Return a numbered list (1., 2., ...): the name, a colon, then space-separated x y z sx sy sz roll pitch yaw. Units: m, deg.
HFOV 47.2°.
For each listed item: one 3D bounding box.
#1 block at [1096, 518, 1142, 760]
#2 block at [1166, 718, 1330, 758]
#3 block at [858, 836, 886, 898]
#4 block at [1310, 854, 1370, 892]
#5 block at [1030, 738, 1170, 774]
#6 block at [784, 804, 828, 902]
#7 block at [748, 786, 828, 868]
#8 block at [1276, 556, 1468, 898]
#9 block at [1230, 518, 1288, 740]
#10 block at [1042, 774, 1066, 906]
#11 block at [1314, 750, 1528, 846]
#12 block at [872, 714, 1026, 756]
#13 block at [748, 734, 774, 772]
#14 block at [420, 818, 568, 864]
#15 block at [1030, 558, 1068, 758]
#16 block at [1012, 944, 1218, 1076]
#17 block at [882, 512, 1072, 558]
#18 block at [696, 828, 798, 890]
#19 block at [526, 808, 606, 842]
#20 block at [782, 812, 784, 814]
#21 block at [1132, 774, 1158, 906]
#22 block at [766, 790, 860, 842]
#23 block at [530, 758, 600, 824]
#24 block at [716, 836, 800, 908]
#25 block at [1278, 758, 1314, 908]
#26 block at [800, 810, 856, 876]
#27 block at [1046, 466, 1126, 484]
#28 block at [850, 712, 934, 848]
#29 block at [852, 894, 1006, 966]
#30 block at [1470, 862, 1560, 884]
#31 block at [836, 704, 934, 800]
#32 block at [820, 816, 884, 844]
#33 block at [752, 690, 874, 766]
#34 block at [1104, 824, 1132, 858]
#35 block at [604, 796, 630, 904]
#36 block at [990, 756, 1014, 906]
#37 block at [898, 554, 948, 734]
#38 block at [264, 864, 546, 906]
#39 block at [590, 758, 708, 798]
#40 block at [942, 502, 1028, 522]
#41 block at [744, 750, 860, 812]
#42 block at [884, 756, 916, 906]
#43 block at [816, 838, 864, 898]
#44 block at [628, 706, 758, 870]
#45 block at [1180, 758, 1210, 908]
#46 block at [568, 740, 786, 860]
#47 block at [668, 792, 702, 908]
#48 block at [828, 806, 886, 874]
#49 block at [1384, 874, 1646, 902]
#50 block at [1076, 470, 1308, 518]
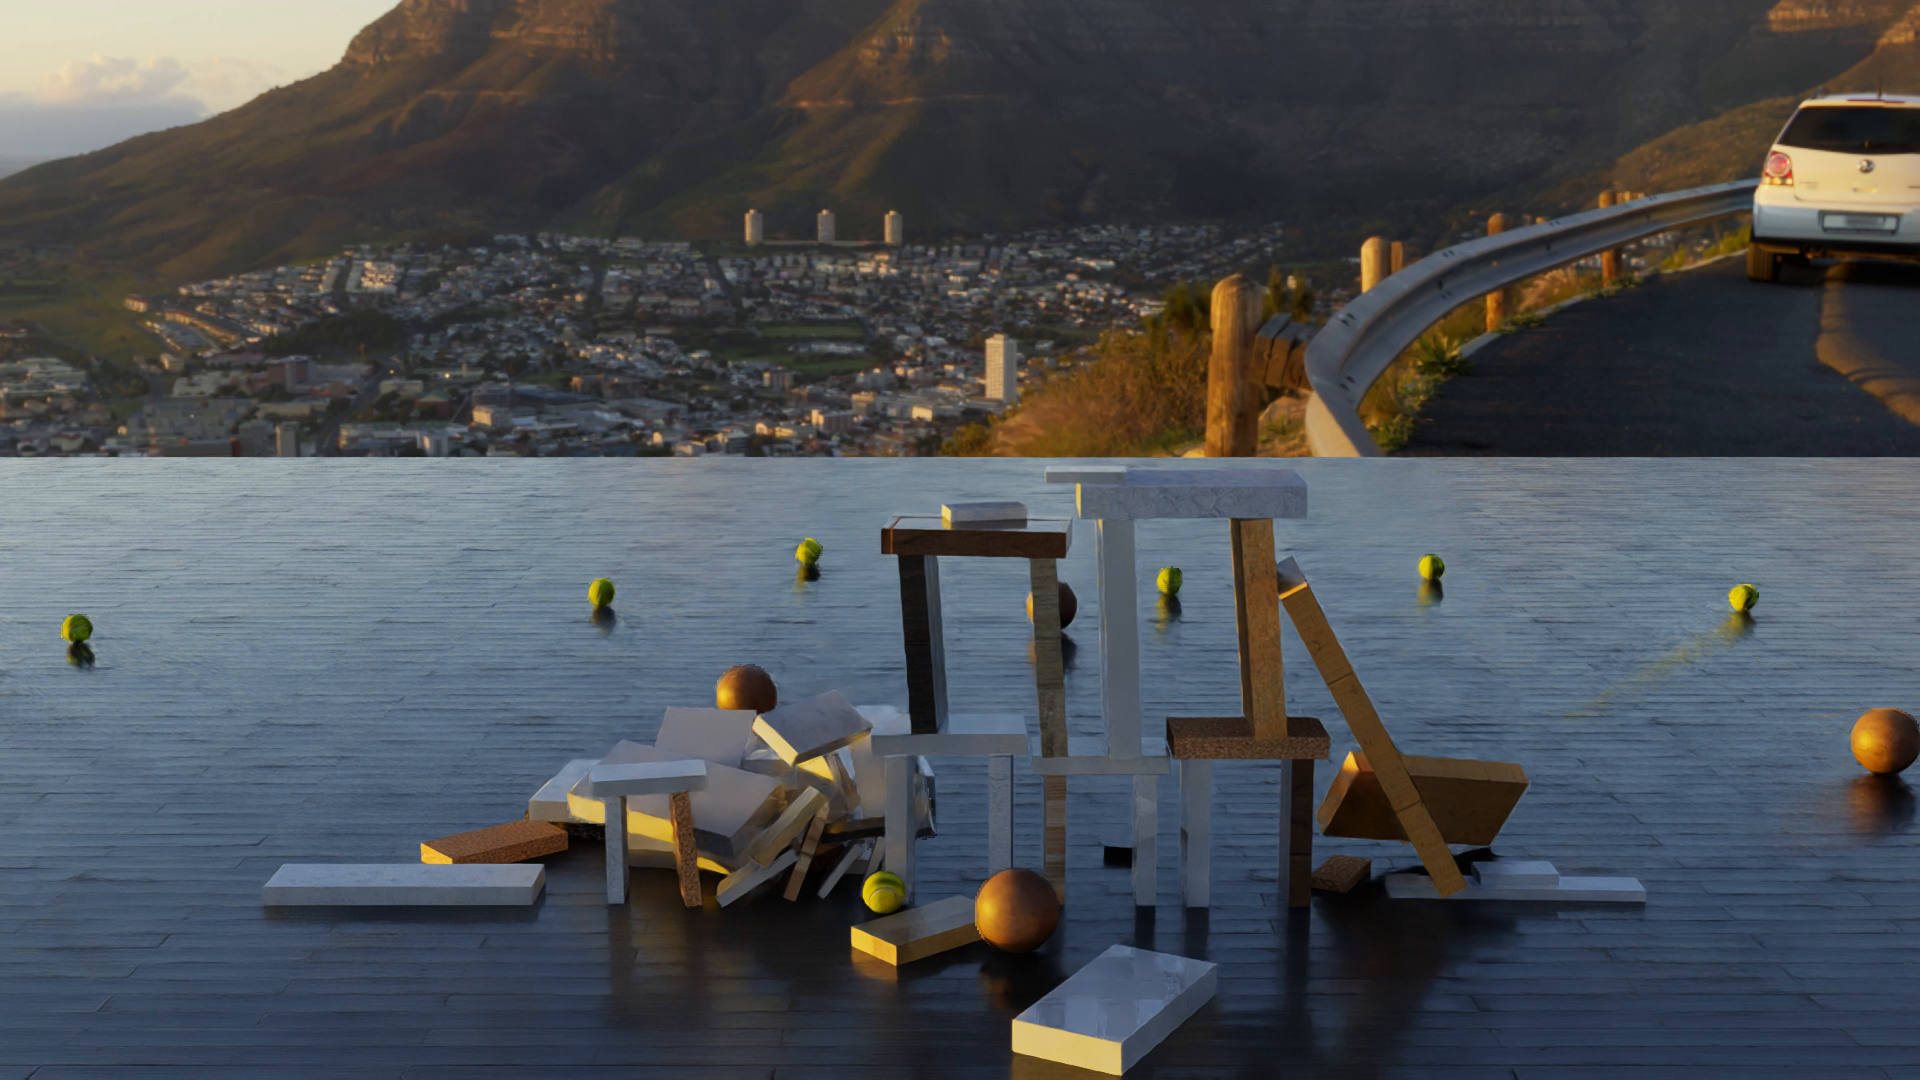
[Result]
1. block: 0.258 0.145 3.592 0.051 0.391 0.179 -3 10 0
2. block: 0.471 0.325 3.615 0.252 0.036 0.126 0 10 0
3. block: -0.144 0.536 3.660 0.015 0.109 0.054 17 10 -3
4. block: 0.647 0.567 3.742 0.066 0.019 0.131 6 12 27
5. block: 0.230 0.355 3.623 0.223 0.032 0.112 0 10 0
6. block: -0.255 0.517 3.654 0.021 0.150 0.075 20 10 -4
7. block: -0.284 0.472 3.626 0.150 0.021 0.075 -47 13 -11
8. block: 0.668 0.307 3.605 0.047 0.589 0.165 -28 14 8
9. block: 0.486 0.128 3.589 0.051 0.358 0.179 -5 10 2
10. block: 0.156 0.481 3.646 0.032 0.223 0.112 0 10 0
11. block: 0.804 0.452 3.830 0.330 0.165 0.047 6 40 -18
12. block: -0.019 0.322 3.636 0.252 0.036 0.126 0 11 -1
13. block: -0.378 0.430 4.143 0.039 0.136 0.319 -7 9 14
14. block: -0.817 0.538 3.863 0.226 0.032 0.113 -9 14 -40
15. block: 0.144 0.177 3.594 0.042 0.328 0.148 -4 10 2
16. block: 0.225 0.665 3.137 0.165 0.047 0.330 6 12 29
17. block: 0.030 -0.008 3.570 0.295 0.042 0.148 1 11 7
18. block: -0.376 0.525 3.731 0.185 0.026 0.093 13 45 21
19. block: -0.667 0.510 4.014 0.226 0.032 0.113 5 12 27
20. block: -0.233 0.500 4.082 0.190 0.027 0.095 0 11 -1
21. block: 0.306 0.481 3.646 0.032 0.223 0.112 0 10 0
22. block: -0.270 0.495 3.873 0.185 0.026 0.093 -31 13 -23
23. block: -0.689 0.463 4.069 0.136 0.039 0.273 1 10 6
24. block: -0.333 0.546 3.631 0.150 0.021 0.075 -33 10 4
25. block: 0.556 0.466 3.643 0.036 0.252 0.126 0 10 1
26. block: -0.235 0.518 3.831 0.093 0.026 0.229 -25 12 5
27. block: 0.202 -0.105 3.538 0.129 0.018 0.064 0 10 4
28. block: -0.121 0.415 3.795 0.112 0.223 0.032 -16 -31 5
29. block: -0.049 0.613 3.461 0.223 0.032 0.112 -9 14 -40
30. block: 0.930 0.558 3.687 0.131 0.019 0.066 0 11 0
31. block: -0.176 0.426 4.424 0.167 0.047 0.533 -2 11 -10
32. block: -0.175 0.481 3.650 0.109 0.015 0.054 -8 11 2
33. block: -0.234 0.299 3.515 0.095 0.027 0.190 41 30 23
34. block: 0.299 0.536 3.912 0.064 0.018 0.129 2 11 13
35. block: -0.570 0.498 3.651 0.027 0.188 0.094 -1 11 -3
36. block: 0.069 0.465 3.652 0.036 0.252 0.126 0 11 3
37. block: -0.059 0.157 3.613 0.042 0.295 0.148 -3 10 8
38. block: -0.923 0.574 3.667 0.441 0.032 0.113 0 11 0
39. block: -0.513 0.392 3.624 0.188 0.027 0.094 -3 11 -10
40. block: 0.040 -0.047 3.616 0.129 0.018 0.064 -2 11 -13
41. block: -0.277 0.422 3.856 0.223 0.112 0.032 -8 23 47
42. block: -0.099 0.465 3.653 0.036 0.252 0.126 1 11 5
43. block: -0.199 0.542 3.661 0.015 0.109 0.054 37 8 -6
44. block: -0.474 0.437 3.898 0.167 0.047 0.335 2 43 10
45. block: 0.389 0.466 3.643 0.036 0.252 0.126 0 10 0
46. block: -0.488 0.444 3.784 0.335 0.047 0.167 11 34 25
47. block: -0.455 0.501 3.629 0.027 0.188 0.094 -8 12 -13
48. block: -0.164 0.516 3.910 0.095 0.027 0.306 1 16 6
49. block: 0.924 0.580 3.670 0.419 0.019 0.066 0 11 2
50. block: 0.370 -0.075 3.559 0.358 0.051 0.179 0 10 1
